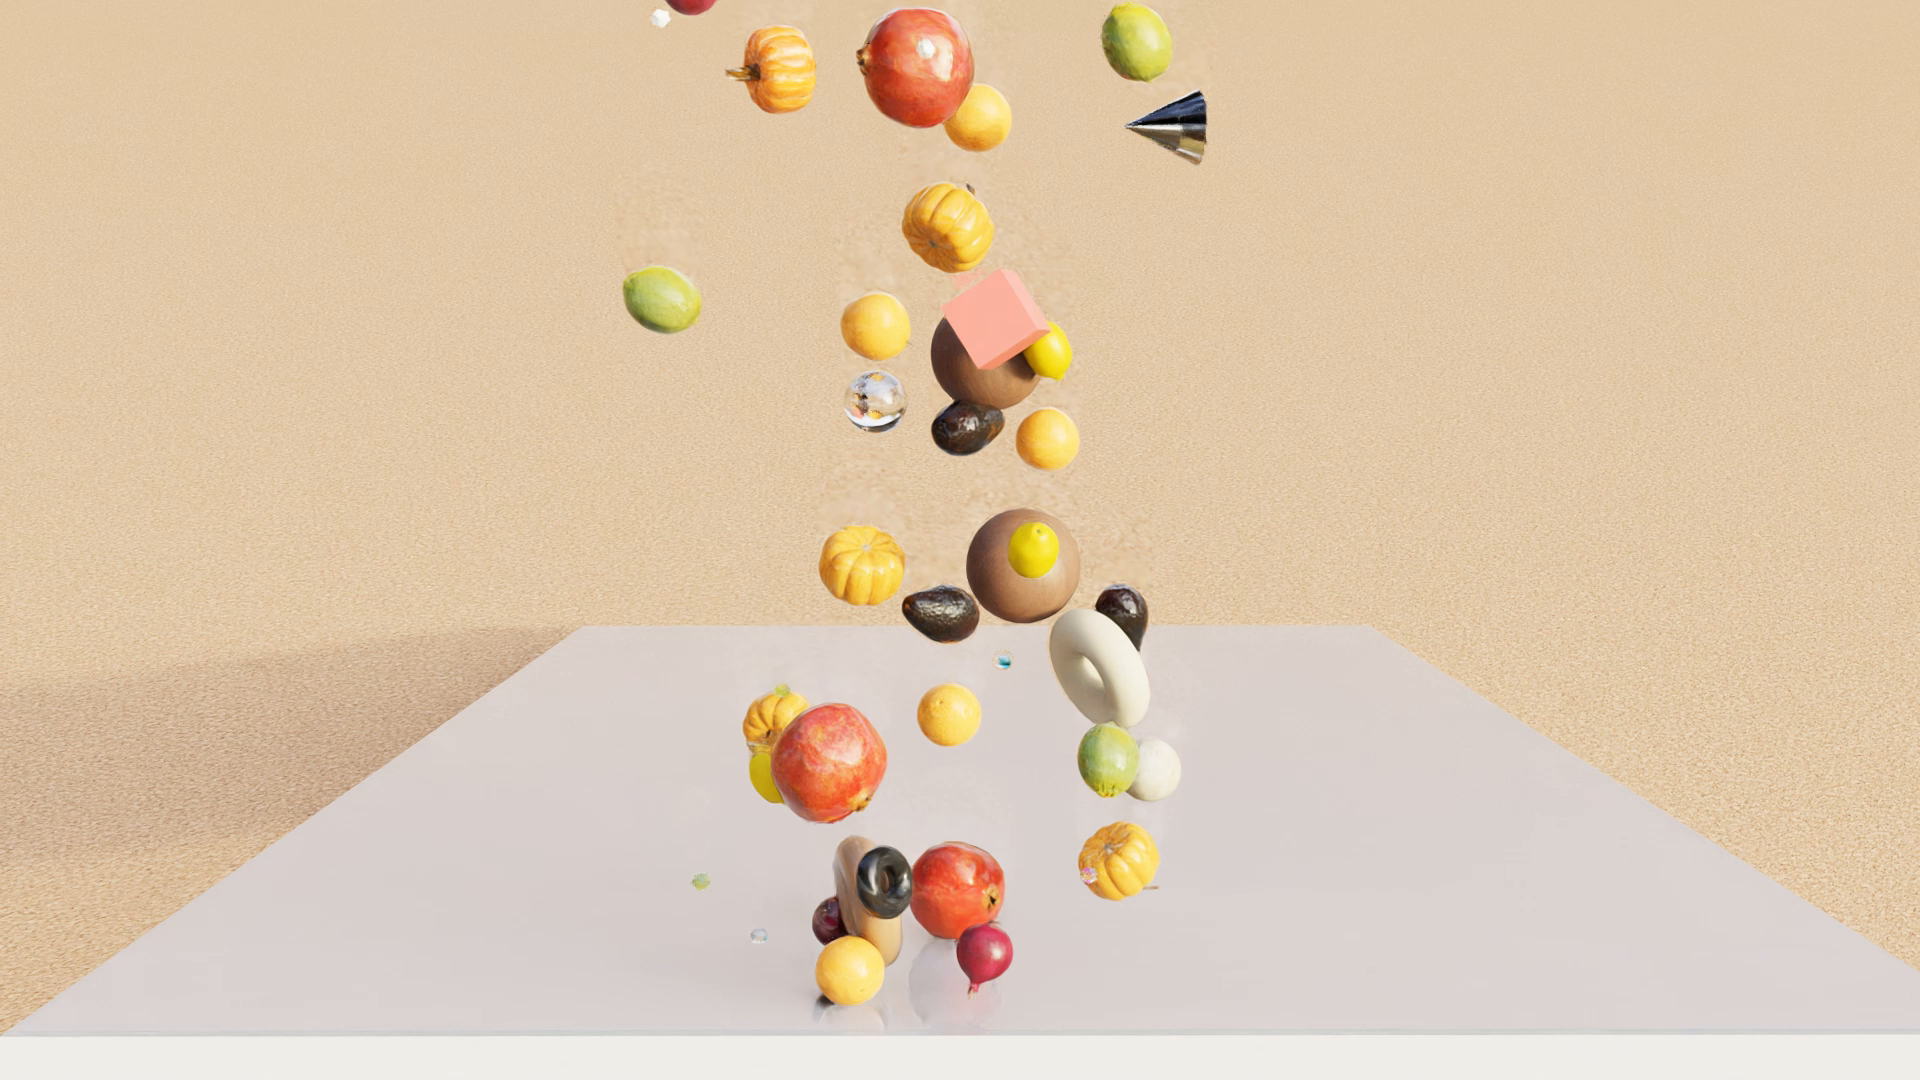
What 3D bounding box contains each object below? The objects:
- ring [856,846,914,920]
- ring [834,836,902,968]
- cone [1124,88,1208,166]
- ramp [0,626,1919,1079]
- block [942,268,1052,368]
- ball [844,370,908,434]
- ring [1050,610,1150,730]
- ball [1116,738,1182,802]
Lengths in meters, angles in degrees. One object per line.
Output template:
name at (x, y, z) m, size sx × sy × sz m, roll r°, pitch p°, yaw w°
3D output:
ring at (-0.078, 0.354, 2.651) m, size 0.026 × 0.077 × 0.077 m, roll -12°, pitch 8°, yaw 38°
ring at (-0.099, 0.386, 2.736) m, size 0.048 × 0.144 × 0.144 m, roll -12°, pitch 21°, yaw -12°
cone at (0.194, -0.401, 2.488) m, size 0.074 × 0.074 × 0.074 m, roll -1°, pitch 19°, yaw -9°
ramp at (0.045, 0.404, 4.539) m, size 2.000 × 0.100 × 4.000 m, roll 0°, pitch 4°, yaw 0°
block at (0.039, -0.233, 2.706) m, size 0.075 × 0.075 × 0.075 m, roll -33°, pitch -4°, yaw 13°
ball at (-0.080, -0.131, 2.425) m, size 0.060 × 0.060 × 0.060 m, roll 0°, pitch 19°, yaw 0°
ring at (0.153, 0.143, 2.836) m, size 0.049 × 0.146 × 0.146 m, roll -29°, pitch 31°, yaw -25°
ball at (0.188, 0.228, 2.549) m, size 0.064 × 0.064 × 0.064 m, roll 0°, pitch 19°, yaw 0°
